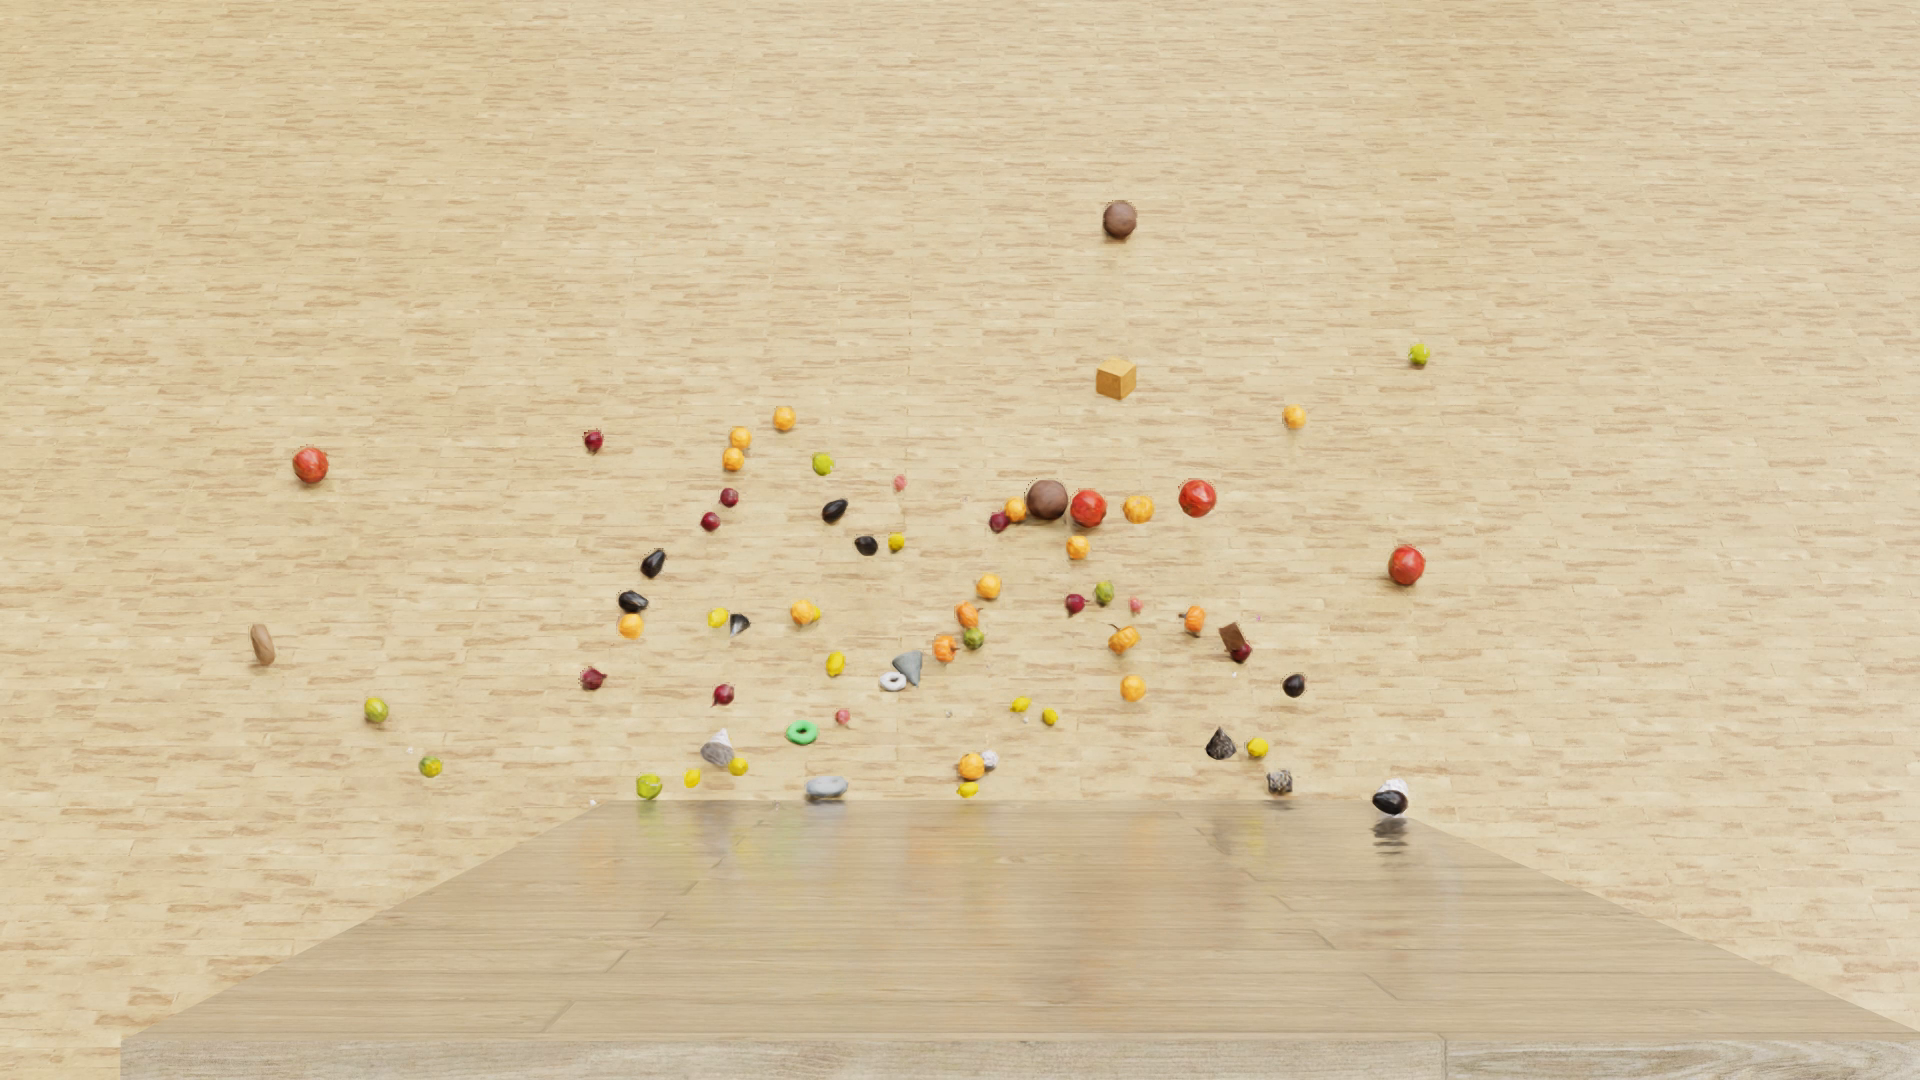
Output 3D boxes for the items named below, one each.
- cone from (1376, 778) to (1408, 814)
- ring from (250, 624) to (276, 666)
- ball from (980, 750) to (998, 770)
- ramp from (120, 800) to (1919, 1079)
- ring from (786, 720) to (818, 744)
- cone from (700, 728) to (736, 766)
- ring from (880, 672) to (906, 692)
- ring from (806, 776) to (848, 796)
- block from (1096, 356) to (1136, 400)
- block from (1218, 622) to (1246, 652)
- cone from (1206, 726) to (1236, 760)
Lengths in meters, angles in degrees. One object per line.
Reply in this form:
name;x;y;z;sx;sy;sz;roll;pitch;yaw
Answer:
cone;1.103;0.662;6.536;0.087;0.087;0.087;-8;32;-11
ring;-1.983;0.297;7.389;0.042;0.125;0.125;-19;39;-24
ball;0.079;0.598;7.067;0.052;0.052;0.052;0;35;0
ramp;0.078;0.668;4.850;2.000;0.100;4.000;0;-2;0
ring;-0.437;0.532;7.181;0.087;0.029;0.087;1;36;-1
cone;-0.649;0.544;7.060;0.096;0.096;0.096;4;46;6
ring;-0.189;0.401;7.368;0.077;0.026;0.077;-1;34;0
ring;-0.357;0.660;6.965;0.113;0.038;0.113;-4;10;1
block;0.519;-0.536;8.628;0.095;0.095;0.095;22;41;28
block;0.777;0.277;7.426;0.055;0.055;0.055;-26;19;6
cone;0.712;0.541;7.112;0.084;0.084;0.084;-5;38;4
